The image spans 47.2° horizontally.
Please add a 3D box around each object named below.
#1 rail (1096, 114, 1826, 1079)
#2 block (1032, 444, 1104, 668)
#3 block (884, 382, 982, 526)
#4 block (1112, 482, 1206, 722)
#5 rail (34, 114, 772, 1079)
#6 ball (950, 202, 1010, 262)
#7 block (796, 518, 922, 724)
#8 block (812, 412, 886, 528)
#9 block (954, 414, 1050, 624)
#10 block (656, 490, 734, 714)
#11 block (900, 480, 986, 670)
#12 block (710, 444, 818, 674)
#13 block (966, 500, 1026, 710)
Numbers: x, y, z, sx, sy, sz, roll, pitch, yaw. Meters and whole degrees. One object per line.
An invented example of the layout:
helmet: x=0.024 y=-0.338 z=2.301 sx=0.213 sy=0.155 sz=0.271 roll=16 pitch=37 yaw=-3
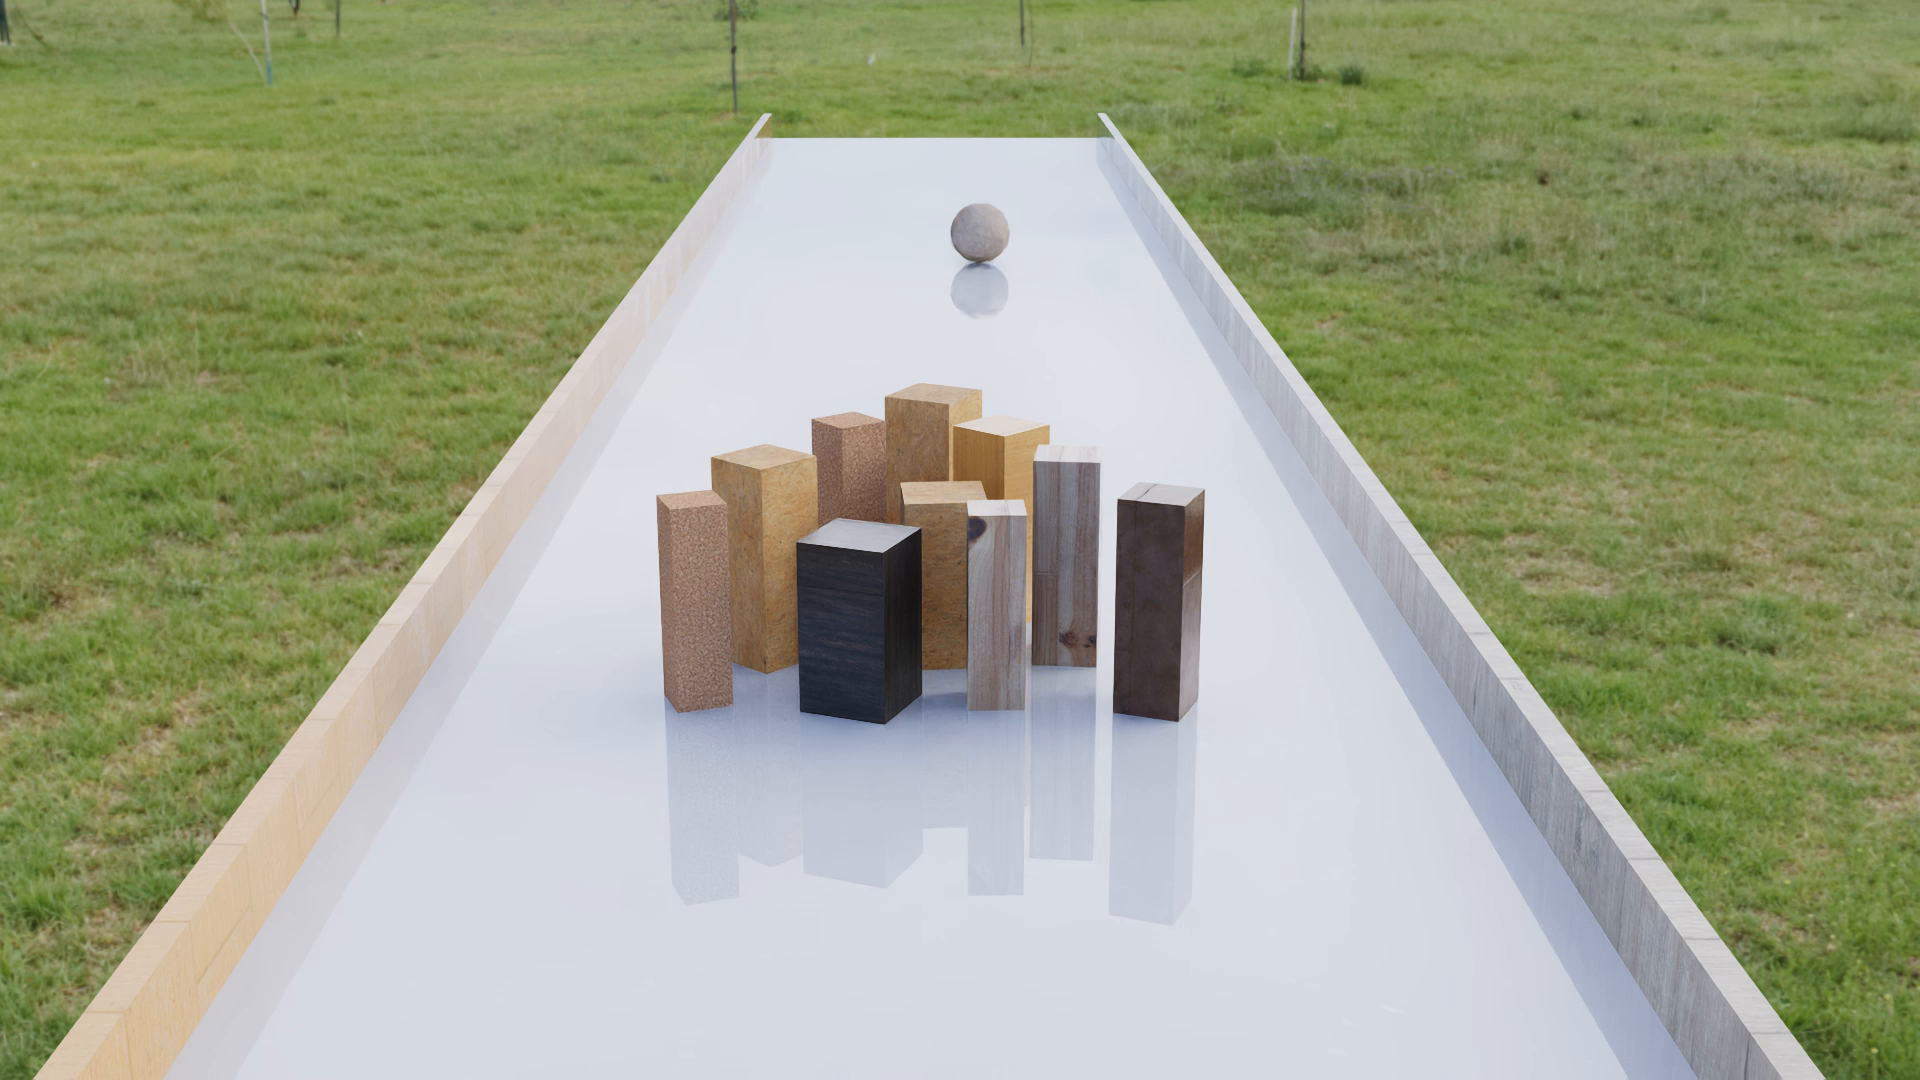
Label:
rail: x=0.932 y=-0.844 z=7.801 sx=0.050 sy=0.150 sz=12.000 roll=0 pitch=17 yaw=-1
block: x=0.214 y=0.031 z=4.384 sx=0.130 sy=0.421 sz=0.130 roll=2 pitch=17 yaw=6
block: x=-0.058 y=-0.115 z=4.860 sx=0.158 sy=0.429 sz=0.158 roll=8 pitch=18 yaw=26
block: x=0.371 y=0.115 z=4.109 sx=0.129 sy=0.417 sz=0.129 roll=7 pitch=18 yaw=21
rail: x=-1.118 y=-0.838 z=7.780 sx=0.050 sy=0.150 sz=12.000 roll=0 pitch=17 yaw=-1
ball: x=0.083 y=-1.264 z=9.050 sx=0.244 sy=0.244 sz=0.244 roll=0 pitch=17 yaw=0
block: x=-0.187 y=0.150 z=4.138 sx=0.175 sy=0.333 sz=0.175 roll=7 pitch=18 yaw=21
block: x=-0.232 y=-0.047 z=4.643 sx=0.111 sy=0.423 sz=0.111 roll=-13 pitch=21 yaw=-37
block: x=0.086 y=-0.038 z=4.620 sx=0.142 sy=0.419 sz=0.142 roll=15 pitch=22 yaw=40
block: x=-0.499 y=0.115 z=4.142 sx=0.108 sy=0.398 sz=0.108 roll=-6 pitch=18 yaw=-20
block: x=-0.033 y=0.069 z=4.394 sx=0.162 sy=0.342 sz=0.162 roll=-1 pitch=17 yaw=-4
block: x=-0.385 y=0.035 z=4.377 sx=0.147 sy=0.417 sz=0.147 roll=15 pitch=22 yaw=41
block: x=0.068 y=0.123 z=4.143 sx=0.107 sy=0.382 sz=0.107 roll=-1 pitch=17 yaw=-2
